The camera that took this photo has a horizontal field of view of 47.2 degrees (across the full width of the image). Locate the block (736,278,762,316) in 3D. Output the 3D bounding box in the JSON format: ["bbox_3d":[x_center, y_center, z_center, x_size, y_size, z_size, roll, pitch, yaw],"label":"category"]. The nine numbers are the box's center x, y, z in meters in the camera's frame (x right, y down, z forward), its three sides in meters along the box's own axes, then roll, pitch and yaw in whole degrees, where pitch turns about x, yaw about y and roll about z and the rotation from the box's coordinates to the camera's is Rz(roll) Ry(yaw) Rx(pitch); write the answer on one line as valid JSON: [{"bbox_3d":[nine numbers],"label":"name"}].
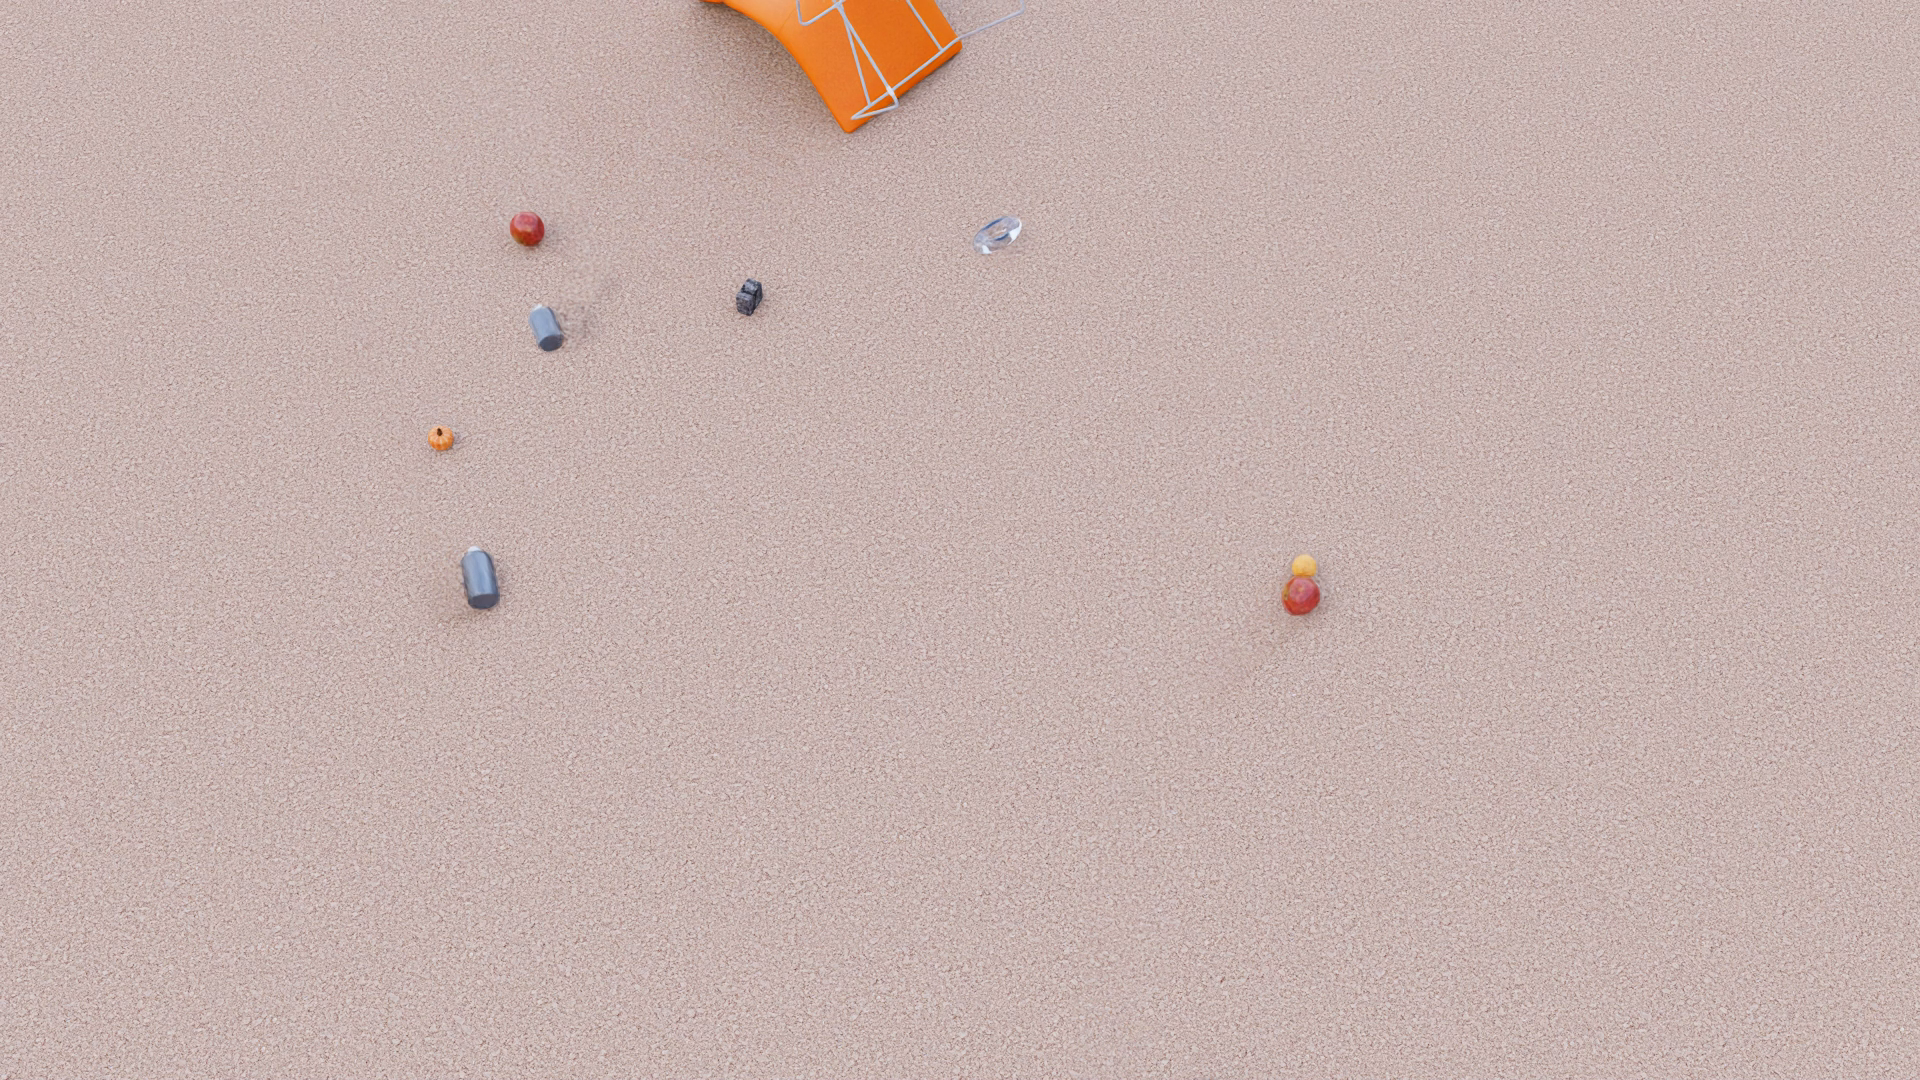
[{"bbox_3d":[-0.675,-0.779,7.051,0.047,0.076,0.086,22,59,14],"label":"block"}]

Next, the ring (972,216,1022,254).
[{"bbox_3d":[0.121,-1.001,7.216,0.193,0.050,0.101,-34,61,-20],"label":"ring"}]
